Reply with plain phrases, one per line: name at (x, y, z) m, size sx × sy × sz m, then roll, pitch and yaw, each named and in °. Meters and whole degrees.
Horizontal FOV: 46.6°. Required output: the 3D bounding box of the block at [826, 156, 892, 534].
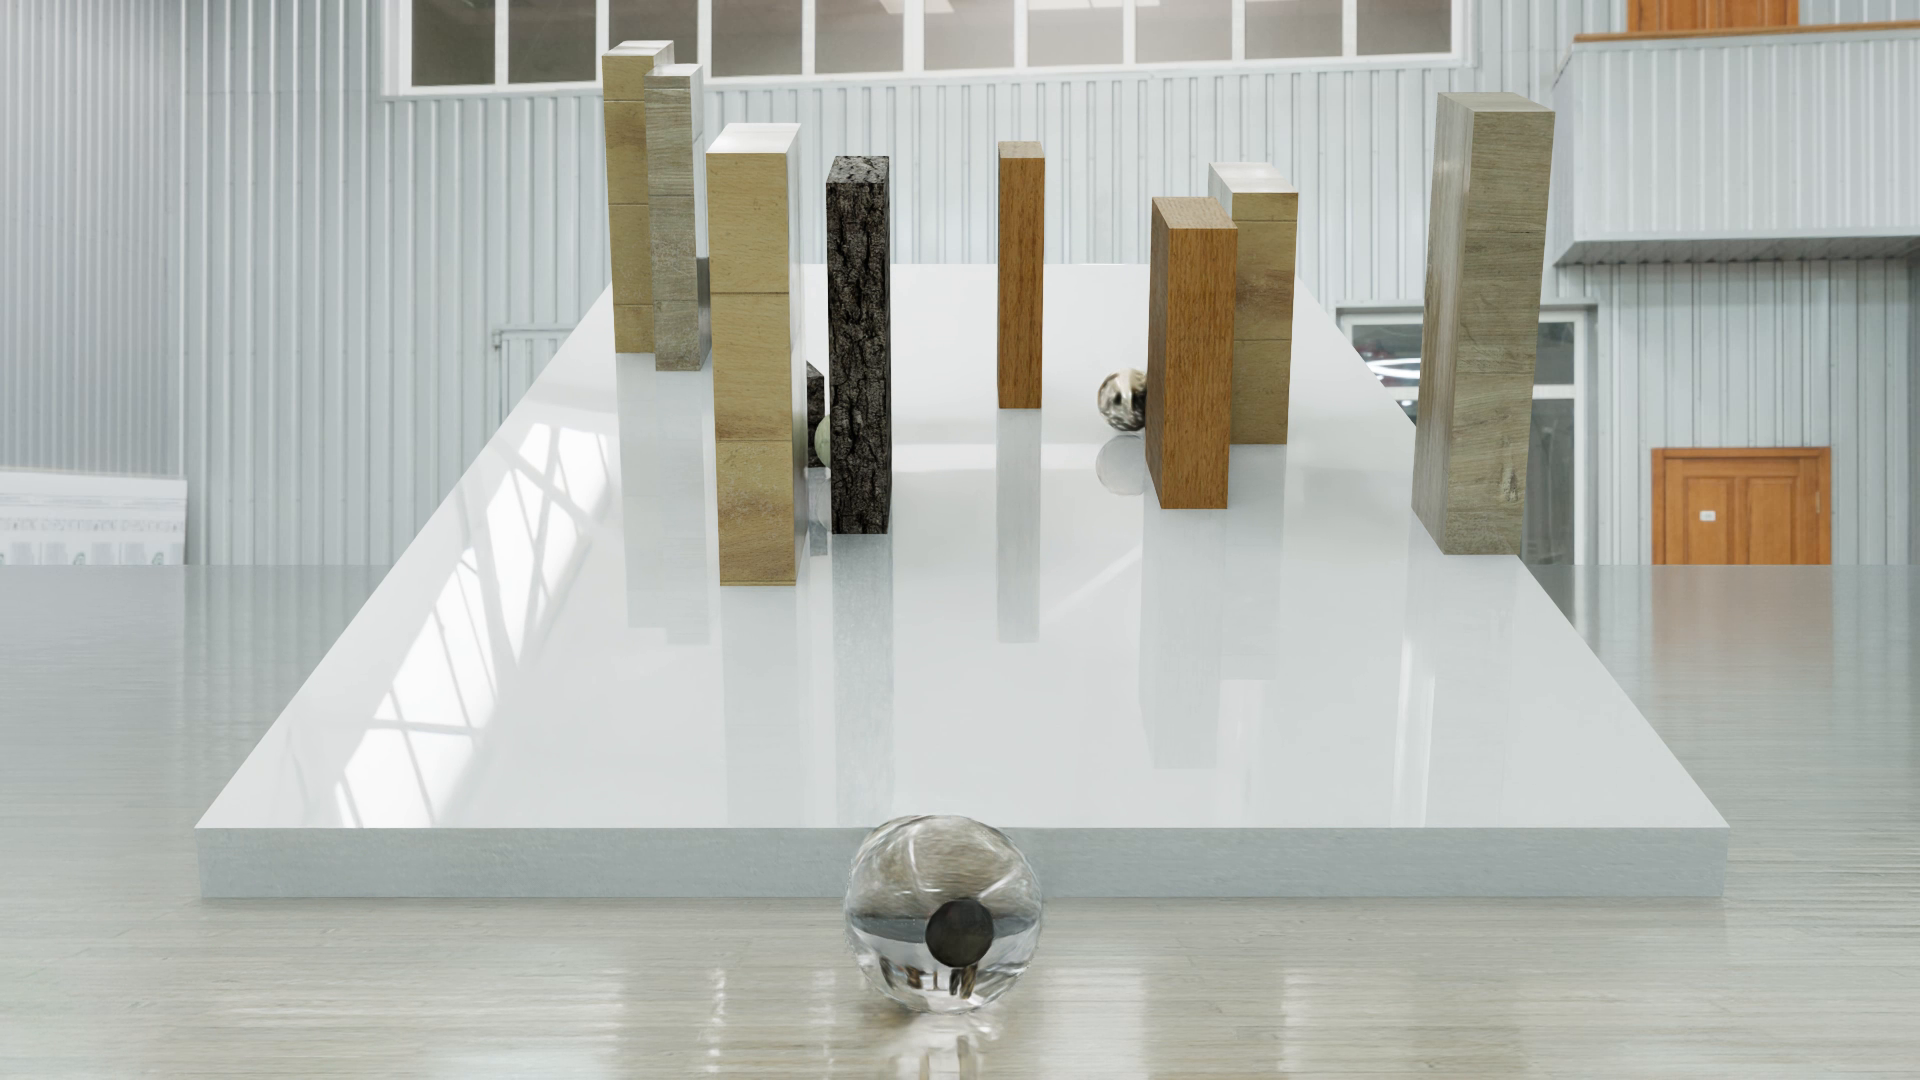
block at (-0.186, -0.372, 4.189) m, size 0.103 × 0.648 × 0.347 m, roll 0°, pitch 18°, yaw 0°

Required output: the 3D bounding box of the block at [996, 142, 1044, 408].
block at (0.136, -0.606, 5.071) m, size 0.096 × 0.562 × 0.276 m, roll 0°, pitch 18°, yaw 0°

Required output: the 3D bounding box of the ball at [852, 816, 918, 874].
ball at (-0.056, 0.396, 2.628) m, size 0.142 × 0.142 × 0.142 m, roll 0°, pitch 0°, yaw 0°

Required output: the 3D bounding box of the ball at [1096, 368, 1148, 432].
ball at (0.363, -0.301, 4.798) m, size 0.138 × 0.138 × 0.138 m, roll 0°, pitch 0°, yaw 0°

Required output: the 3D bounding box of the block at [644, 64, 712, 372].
block at (-0.679, -0.783, 5.402) m, size 0.107 × 0.700 × 0.283 m, roll 0°, pitch 18°, yaw 0°

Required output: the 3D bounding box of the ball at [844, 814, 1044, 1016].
ball at (-0.016, 0.366, 2.184) m, size 0.195 × 0.195 × 0.195 m, roll 0°, pitch 0°, yaw 0°

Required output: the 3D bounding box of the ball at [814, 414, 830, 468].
ball at (-0.227, -0.199, 4.496) m, size 0.133 × 0.133 × 0.133 m, roll 0°, pitch 0°, yaw 0°

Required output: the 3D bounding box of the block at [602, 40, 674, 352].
block at (-0.798, -0.875, 5.647) m, size 0.124 × 0.727 × 0.410 m, roll 0°, pitch 18°, yaw 0°

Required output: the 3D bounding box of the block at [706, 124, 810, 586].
block at (-0.348, -0.333, 3.909) m, size 0.130 × 0.741 × 0.390 m, roll 0°, pitch 18°, yaw 0°

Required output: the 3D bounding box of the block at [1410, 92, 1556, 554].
block at (0.937, -0.394, 4.031) m, size 0.137 × 0.788 × 0.299 m, roll 0°, pitch 18°, yaw 0°

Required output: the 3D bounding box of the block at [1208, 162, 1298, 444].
block at (0.626, -0.525, 4.864) m, size 0.136 × 0.534 × 0.444 m, roll 0°, pitch 18°, yaw 0°

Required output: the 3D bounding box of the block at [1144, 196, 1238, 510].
block at (0.449, -0.374, 4.376) m, size 0.126 × 0.541 × 0.379 m, roll 0°, pitch 18°, yaw 0°

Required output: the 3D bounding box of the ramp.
ramp at (-0.003, -0.181, 4.825) m, size 2.000 × 0.100 × 4.000 m, roll 0°, pitch 18°, yaw 0°

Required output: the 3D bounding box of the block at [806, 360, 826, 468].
block at (-0.393, -0.260, 4.592) m, size 0.190 × 0.190 × 0.190 m, roll -5°, pitch 18°, yaw -17°
